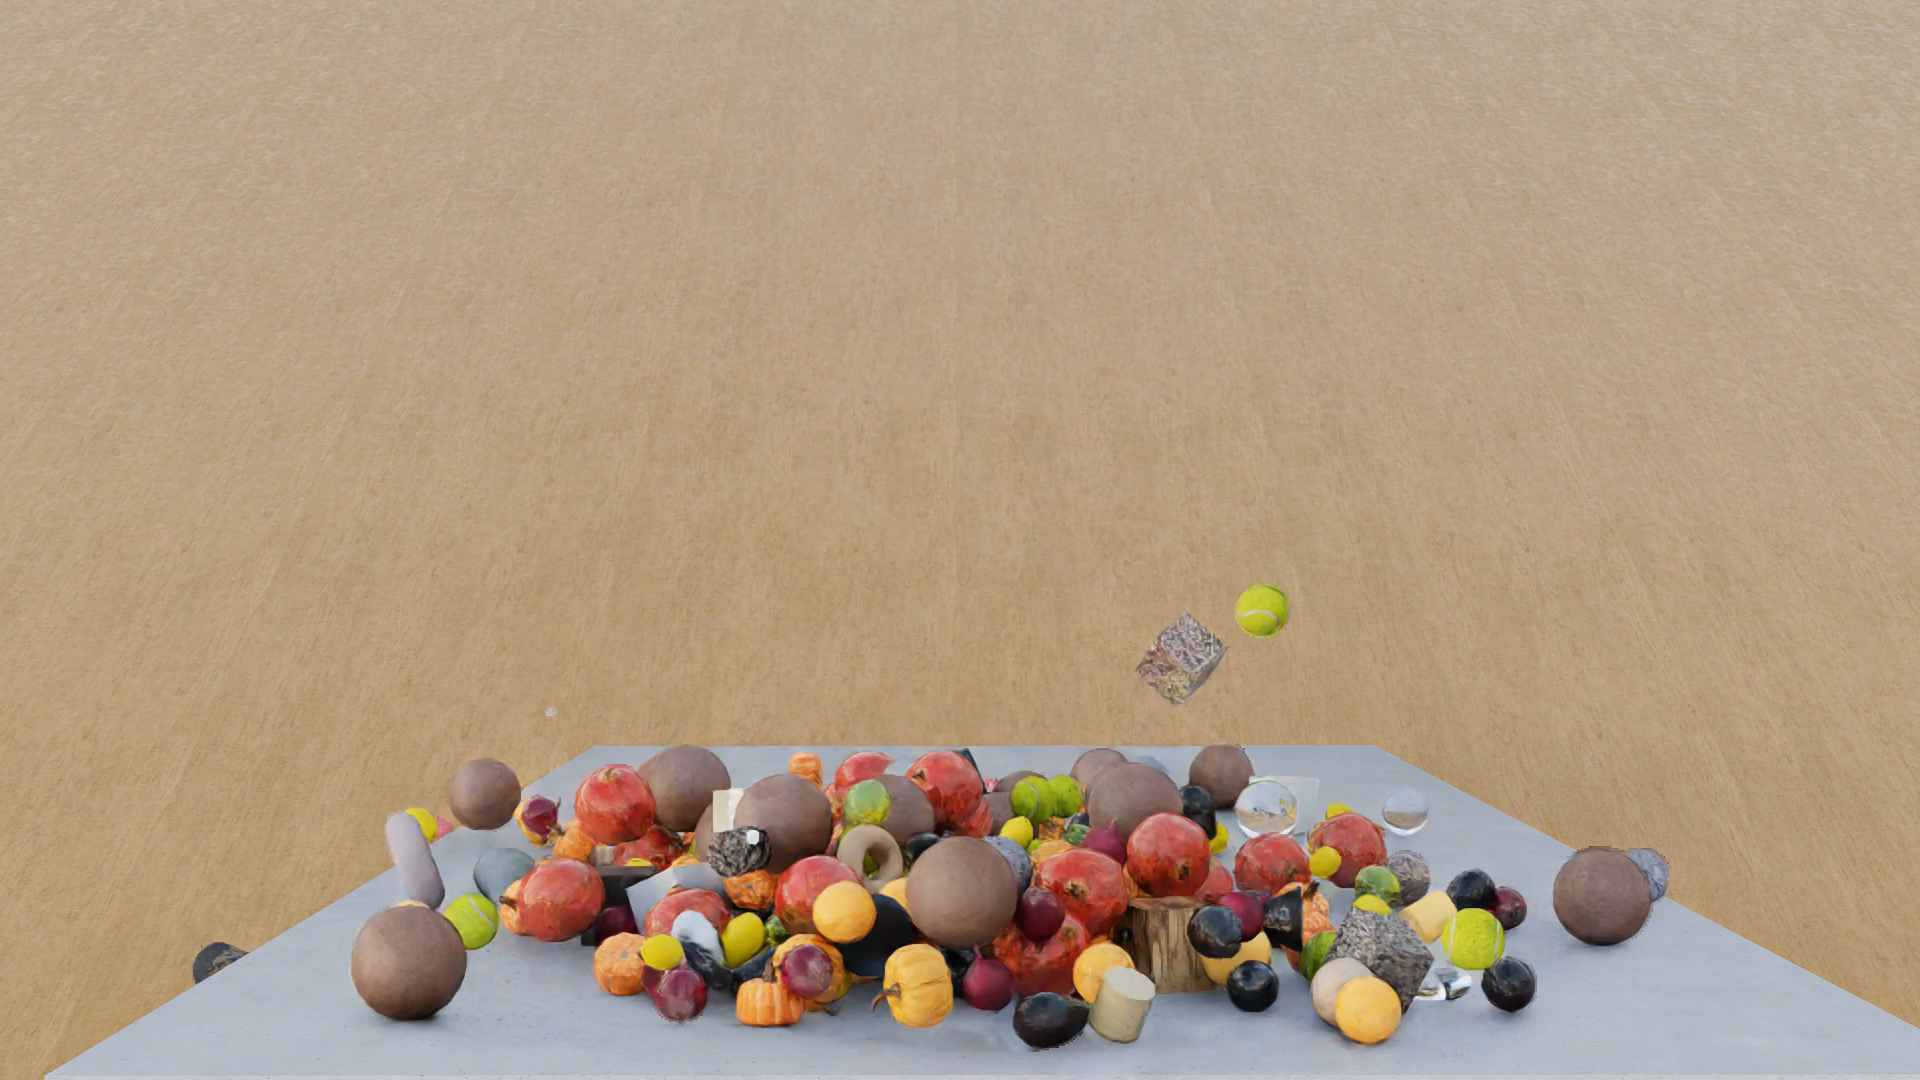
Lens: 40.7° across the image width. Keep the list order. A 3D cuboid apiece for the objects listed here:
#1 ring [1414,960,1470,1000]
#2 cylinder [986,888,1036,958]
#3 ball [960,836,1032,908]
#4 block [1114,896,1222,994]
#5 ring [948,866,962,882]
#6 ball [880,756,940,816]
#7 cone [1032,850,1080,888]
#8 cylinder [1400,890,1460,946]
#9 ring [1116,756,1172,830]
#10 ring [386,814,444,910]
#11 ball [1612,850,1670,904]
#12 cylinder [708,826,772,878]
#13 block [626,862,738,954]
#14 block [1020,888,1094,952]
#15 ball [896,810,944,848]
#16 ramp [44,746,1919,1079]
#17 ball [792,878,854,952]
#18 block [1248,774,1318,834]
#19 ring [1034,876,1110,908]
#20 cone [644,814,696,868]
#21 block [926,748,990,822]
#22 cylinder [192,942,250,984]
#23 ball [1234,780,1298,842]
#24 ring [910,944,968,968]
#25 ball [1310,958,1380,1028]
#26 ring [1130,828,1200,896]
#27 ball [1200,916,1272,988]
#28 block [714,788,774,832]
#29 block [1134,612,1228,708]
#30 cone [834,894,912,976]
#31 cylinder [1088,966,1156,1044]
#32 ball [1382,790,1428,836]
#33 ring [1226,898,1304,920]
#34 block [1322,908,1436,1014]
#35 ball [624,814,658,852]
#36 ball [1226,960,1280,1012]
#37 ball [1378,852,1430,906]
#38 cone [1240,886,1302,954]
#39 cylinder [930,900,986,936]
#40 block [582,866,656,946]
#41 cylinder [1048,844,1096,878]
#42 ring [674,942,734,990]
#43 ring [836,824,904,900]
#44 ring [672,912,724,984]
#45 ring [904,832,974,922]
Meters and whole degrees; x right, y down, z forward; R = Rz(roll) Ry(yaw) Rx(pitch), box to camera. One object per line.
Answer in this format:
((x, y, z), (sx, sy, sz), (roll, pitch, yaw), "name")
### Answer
((0.554, 0.525, 3.090), (0.111, 0.037, 0.111), (1, 1, 0), "ring")
((0.078, 0.499, 3.370), (0.070, 0.070, 0.070), (11, 16, 19), "cylinder")
((0.045, 0.407, 3.178), (0.088, 0.088, 0.088), (0, 29, 0), "ball")
((0.252, 0.493, 3.152), (0.100, 0.100, 0.100), (0, 0, -20), "block")
((0.037, 0.521, 3.987), (0.112, 0.037, 0.112), (-1, 0, 0), "ring")
((-0.075, 0.373, 3.917), (0.091, 0.091, 0.091), (0, 29, 0), "ball")
((0.114, 0.429, 3.293), (0.054, 0.054, 0.054), (-22, 35, -22), "cone")
((0.581, 0.468, 3.194), (0.052, 0.052, 0.052), (-27, 37, -18), "cylinder")
((0.338, 0.465, 4.758), (0.046, 0.139, 0.139), (2, 24, -34), "ring")
((-0.792, 0.467, 3.757), (0.050, 0.150, 0.150), (-21, 34, -12), "ring")
((1.009, 0.499, 3.831), (0.081, 0.081, 0.081), (0, 29, 0), "ball")
((-0.275, 0.389, 3.232), (0.057, 0.057, 0.057), (18, 11, 29), "cylinder")
((-0.367, 0.484, 3.410), (0.090, 0.090, 0.090), (-27, -15, 34), "block")
((0.122, 0.481, 3.263), (0.068, 0.068, 0.068), (1, 71, -18), "block")
((-0.069, 0.497, 4.430), (0.081, 0.081, 0.081), (0, 29, 0), "ball")
((0.066, 0.586, 4.636), (2.000, 0.100, 4.000), (0, 0, 0), "ramp")
((-0.173, 0.494, 3.413), (0.096, 0.096, 0.096), (0, 29, 0), "ball")
((0.591, 0.483, 4.737), (0.095, 0.095, 0.095), (2, 0, 32), "block")
((0.164, 0.521, 3.829), (0.115, 0.038, 0.115), (0, 0, 0), "ring")
((-0.482, 0.489, 4.248), (0.087, 0.087, 0.087), (-7, -3, 0), "cone")
((-0.026, 0.431, 4.530), (0.093, 0.093, 0.093), (-28, 8, -34), "block")
((-1.314, 0.778, 4.650), (0.091, 0.091, 0.091), (-7, 67, 16), "cylinder")
((0.488, 0.432, 4.119), (0.100, 0.100, 0.100), (0, 29, 0), "ball")
((-0.028, 0.529, 3.295), (0.075, 0.025, 0.075), (2, -4, 0), "ring")
((0.429, 0.505, 2.884), (0.078, 0.078, 0.078), (0, 29, 0), "ball")
((0.301, 0.474, 3.796), (0.042, 0.126, 0.126), (-45, 35, 5), "ring")
((0.329, 0.492, 3.081), (0.086, 0.086, 0.086), (0, 29, 0), "ball")
((-0.291, 0.364, 3.473), (0.056, 0.056, 0.056), (-8, -12, 41), "block")
((0.355, 0.192, 4.150), (0.091, 0.091, 0.091), (41, 48, 13), "block")
((-0.087, 0.479, 3.067), (0.098, 0.098, 0.098), (-7, 67, 16), "cone")
((0.176, 0.505, 2.808), (0.059, 0.059, 0.059), (15, 23, -7), "cylinder")
((0.806, 0.494, 4.684), (0.083, 0.083, 0.083), (0, 29, 0), "ball")
((0.426, 0.523, 3.611), (0.109, 0.036, 0.109), (4, 0, 0), "ring")
((0.479, 0.483, 2.967), (0.079, 0.079, 0.079), (17, 19, -22), "block")
((-0.547, 0.505, 4.450), (0.065, 0.065, 0.065), (0, 29, 0), "ball")
((0.337, 0.514, 2.976), (0.060, 0.060, 0.060), (0, 29, 0), "ball")
((0.658, 0.501, 3.826), (0.077, 0.077, 0.077), (0, 29, 0), "ball")
((0.370, 0.457, 3.116), (0.083, 0.083, 0.083), (0, 29, 9), "cone")
((-0.001, 0.501, 3.535), (0.057, 0.057, 0.057), (38, 33, -4), "cylinder")
((-0.461, 0.495, 3.505), (0.093, 0.093, 0.093), (0, 0, -2), "block")
((0.174, 0.506, 4.000), (0.065, 0.065, 0.065), (-5, 0, -8), "cylinder")
((-0.300, 0.499, 3.030), (0.079, 0.026, 0.079), (34, 0, 0), "ring")
((-0.114, 0.414, 3.288), (0.035, 0.106, 0.106), (-19, 12, 42), "ring")
((-0.316, 0.492, 3.118), (0.031, 0.094, 0.094), (-19, 34, -32), "ring")
((-0.028, 0.446, 3.421), (0.044, 0.131, 0.131), (-29, 39, -23), "ring")
